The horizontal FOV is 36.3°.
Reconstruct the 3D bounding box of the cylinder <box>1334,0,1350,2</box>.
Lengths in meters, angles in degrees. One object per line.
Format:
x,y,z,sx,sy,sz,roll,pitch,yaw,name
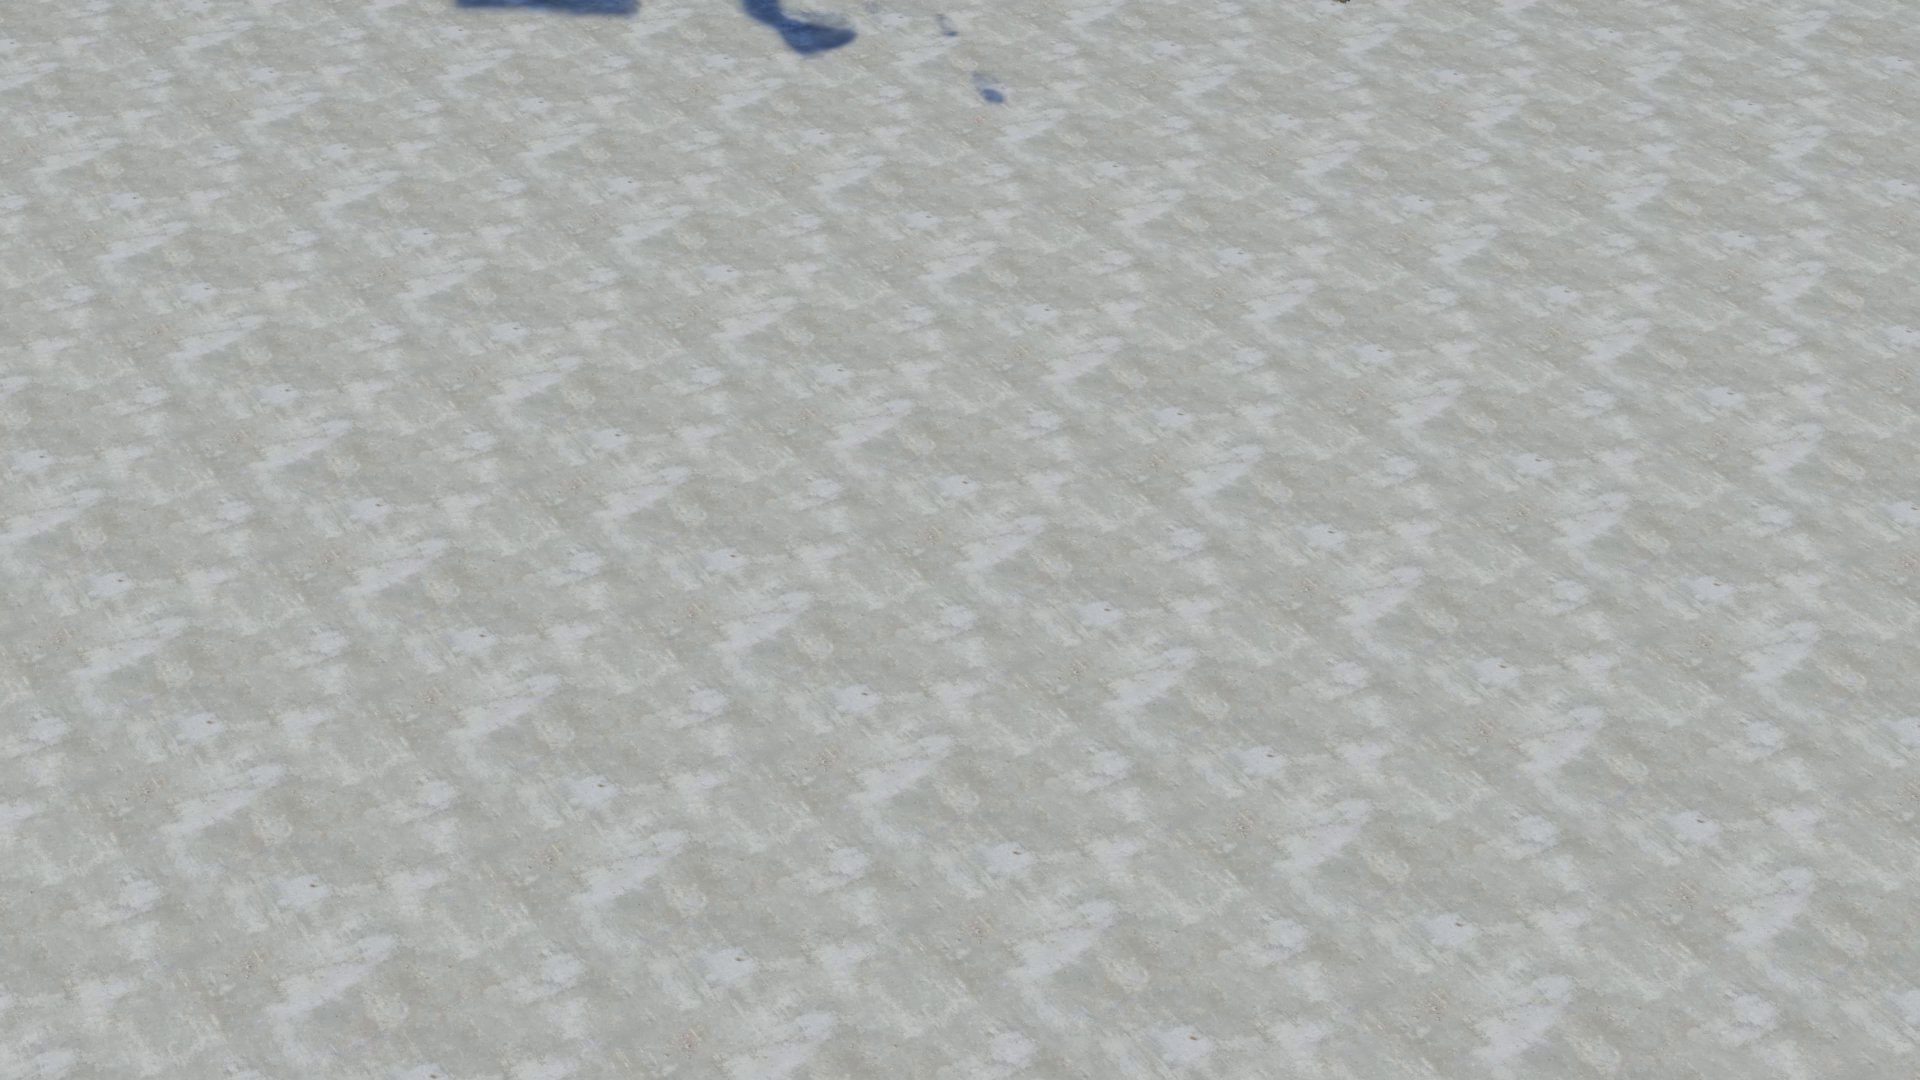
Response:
1.189,-1.748,9.267,0.116,0.062,0.061,23,51,5,cylinder
